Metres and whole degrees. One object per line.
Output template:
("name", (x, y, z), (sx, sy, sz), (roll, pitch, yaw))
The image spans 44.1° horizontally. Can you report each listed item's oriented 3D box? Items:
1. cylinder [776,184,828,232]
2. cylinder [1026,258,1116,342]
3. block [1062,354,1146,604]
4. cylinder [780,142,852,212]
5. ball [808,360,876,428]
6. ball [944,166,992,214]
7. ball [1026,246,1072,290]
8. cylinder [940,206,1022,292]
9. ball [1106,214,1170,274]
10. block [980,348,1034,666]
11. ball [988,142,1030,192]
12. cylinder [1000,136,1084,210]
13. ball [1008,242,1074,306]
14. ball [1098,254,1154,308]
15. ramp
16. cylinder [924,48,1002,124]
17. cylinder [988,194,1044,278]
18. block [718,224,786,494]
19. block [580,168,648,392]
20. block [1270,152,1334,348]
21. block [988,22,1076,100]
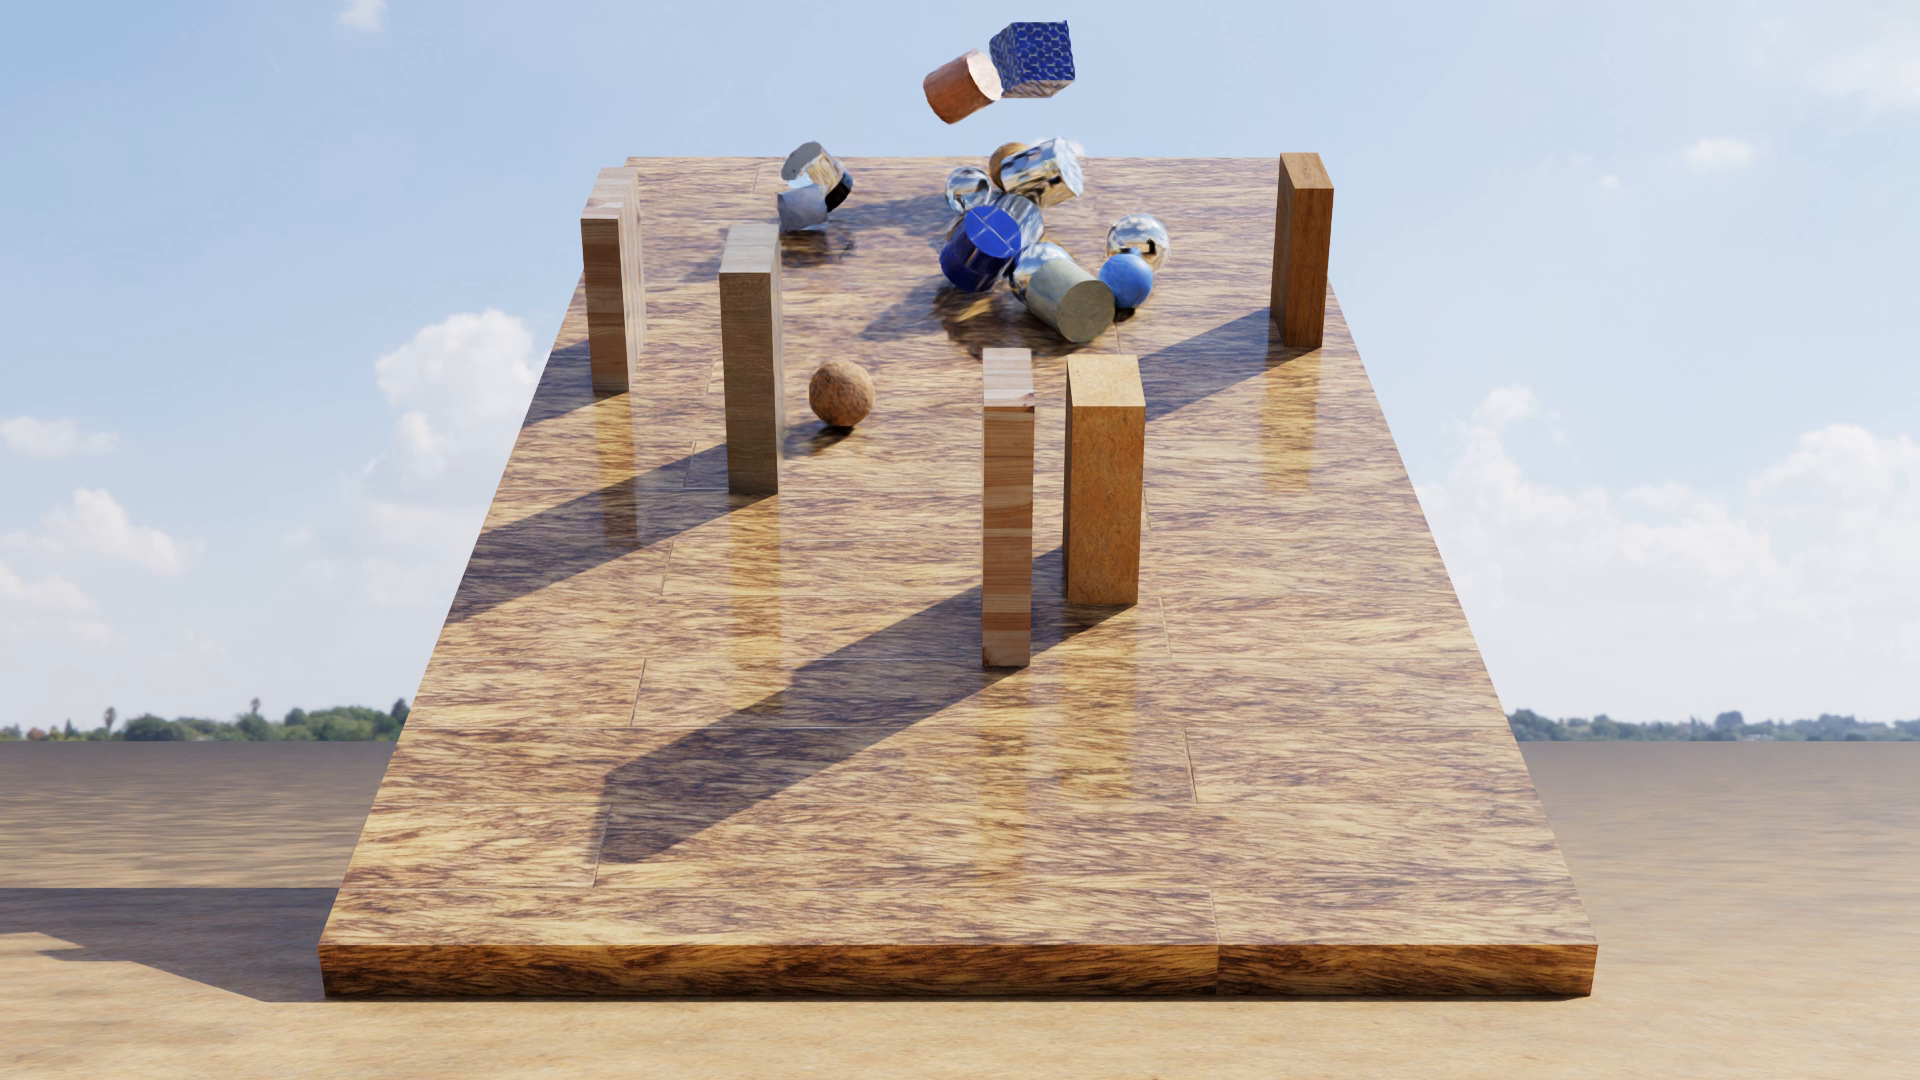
("cylinder", (-0.444, -0.933, 6.648), (0.111, 0.111, 0.111), (-17, 0, -16))
("cylinder", (0.277, -0.603, 5.956), (0.166, 0.166, 0.166), (3, 23, -30))
("block", (0.283, -0.122, 4.716), (0.138, 0.428, 0.257), (0, 27, 0))
("cylinder", (-0.408, -1.033, 6.756), (0.147, 0.147, 0.147), (-4, -36, 42))
("ball", (-0.272, -0.336, 5.439), (0.154, 0.154, 0.154), (0, -5, 0))
("ball", (0.022, -1.000, 6.770), (0.137, 0.137, 0.137), (0, -5, 0))
("ball", (0.234, -0.717, 6.235), (0.117, 0.117, 0.117), (0, -5, 0))
("cylinder", (0.053, -0.756, 6.158), (0.163, 0.163, 0.163), (2, -29, -26))
("ball", (0.474, -0.786, 6.315), (0.169, 0.169, 0.169), (0, -5, 0))
("block", (0.087, -0.063, 4.481), (0.090, 0.534, 0.274), (0, 27, 0))
("ball", (0.158, -1.090, 6.934), (0.151, 0.151, 0.151), (0, -5, 0))
("cylinder", (0.231, -1.027, 6.688), (0.174, 0.174, 0.174), (-17, -11, 23))
("ball", (0.212, -0.679, 6.095), (0.176, 0.176, 0.176), (0, -5, 0))
("ball", (0.427, -0.668, 6.112), (0.143, 0.143, 0.143), (0, -5, 0))
("ramp", (-0.010, -0.227, 5.506), (2.000, 0.100, 4.000), (0, 27, 0))
("cylinder", (0.008, -1.288, 6.732), (0.159, 0.159, 0.159), (-23, -17, 32))
("cylinder", (0.119, -0.812, 6.331), (0.165, 0.165, 0.165), (-3, 36, 30))
("block", (-0.448, -0.395, 5.161), (0.107, 0.510, 0.299), (0, 27, 0))
("block", (-0.831, -0.633, 5.714), (0.087, 0.432, 0.380), (0, 27, 0))
("block", (0.854, -0.728, 5.934), (0.095, 0.412, 0.283), (0, 27, 0))
("block", (0.212, -1.419, 7.006), (0.178, 0.178, 0.178), (-6, -4, -24))
